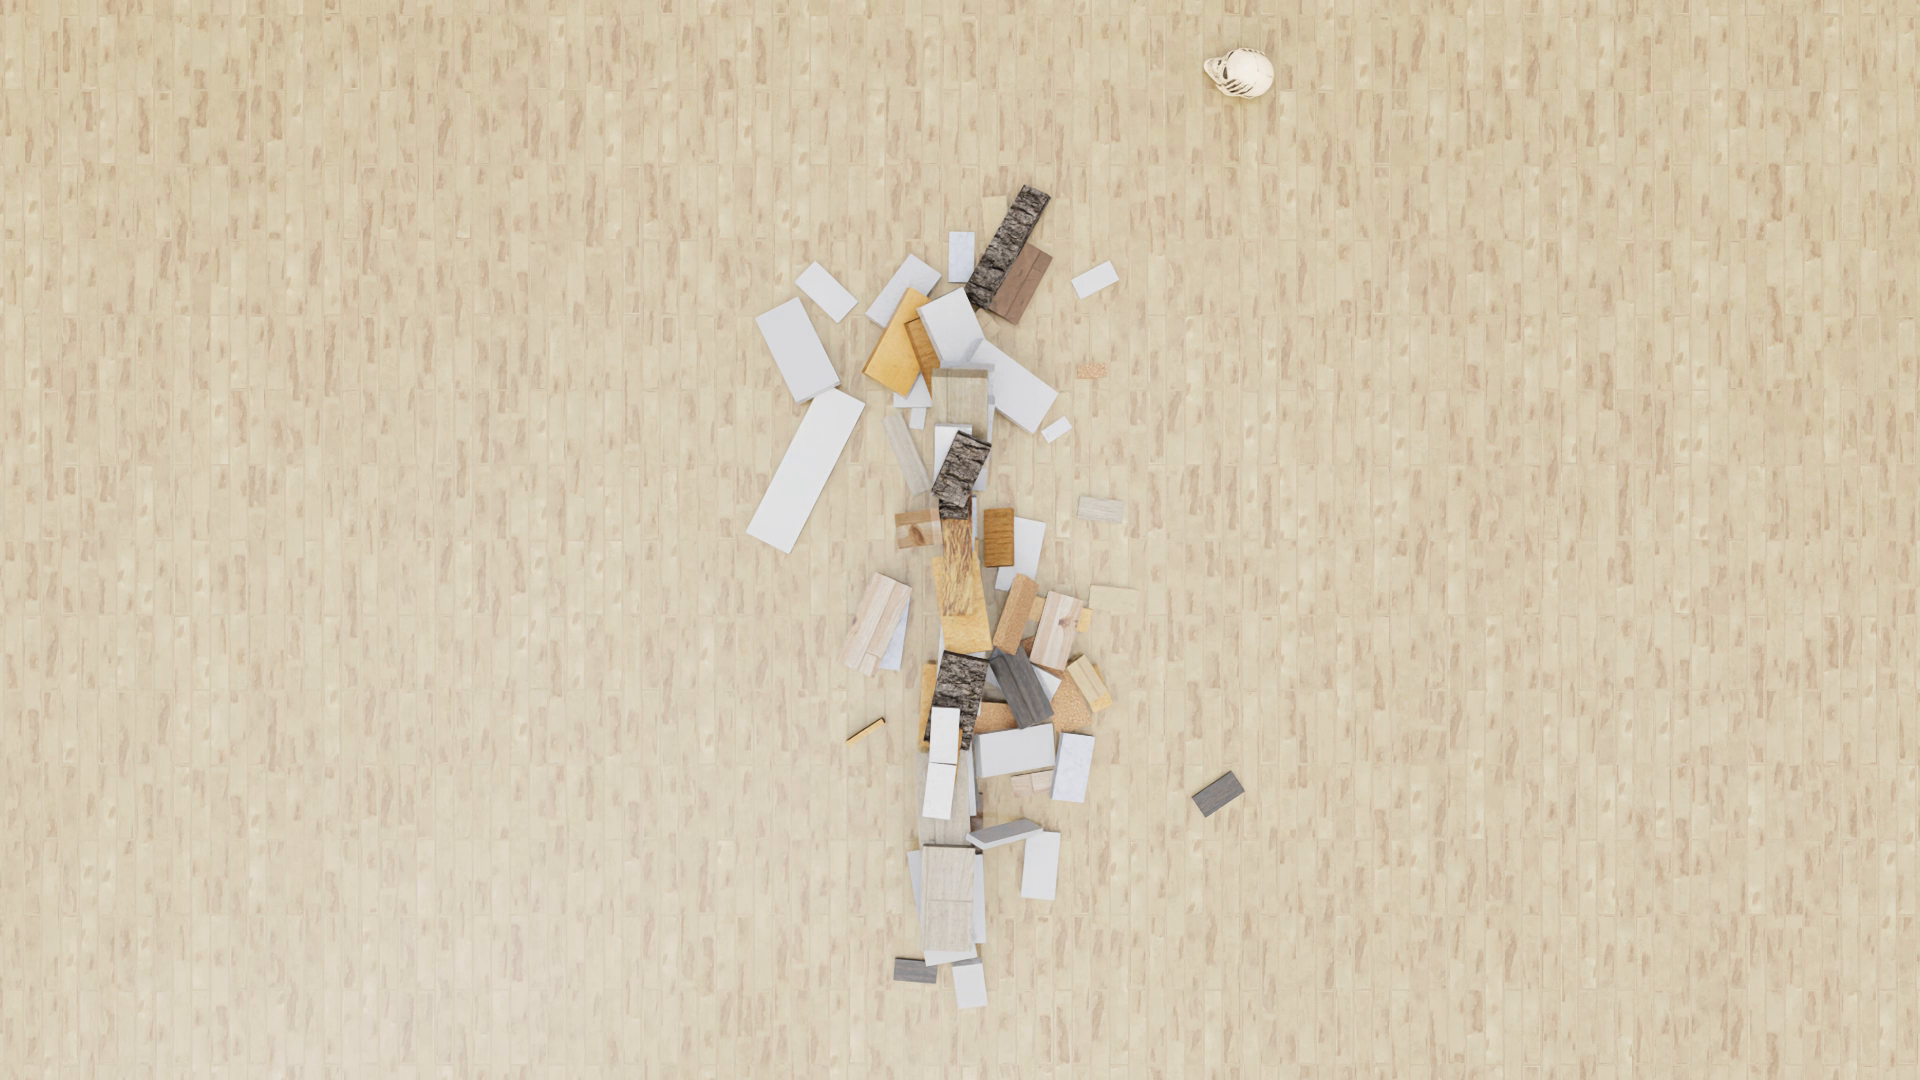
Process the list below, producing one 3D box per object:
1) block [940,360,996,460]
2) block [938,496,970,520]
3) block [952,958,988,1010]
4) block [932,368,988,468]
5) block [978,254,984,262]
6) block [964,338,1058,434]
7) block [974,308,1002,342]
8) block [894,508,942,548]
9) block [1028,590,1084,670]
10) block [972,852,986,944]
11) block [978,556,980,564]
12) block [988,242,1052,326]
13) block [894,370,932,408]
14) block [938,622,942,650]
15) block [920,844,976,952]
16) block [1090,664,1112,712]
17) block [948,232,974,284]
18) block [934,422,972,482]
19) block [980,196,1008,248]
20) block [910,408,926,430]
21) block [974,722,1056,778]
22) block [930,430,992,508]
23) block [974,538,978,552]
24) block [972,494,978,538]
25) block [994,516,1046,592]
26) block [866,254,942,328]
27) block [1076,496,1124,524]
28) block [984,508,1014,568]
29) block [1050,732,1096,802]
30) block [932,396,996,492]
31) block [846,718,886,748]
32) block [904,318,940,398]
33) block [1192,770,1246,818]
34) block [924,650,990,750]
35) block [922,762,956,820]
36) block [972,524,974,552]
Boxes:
[{"bbox_3d":[0.019,-0.417,5.355,0.174,0.049,0.347,4,129,2],"label":"block"},{"bbox_3d":[-0.017,-0.162,5.355,0.096,0.027,0.192,3,70,3],"label":"block"},{"bbox_3d":[0.033,1.461,5.436,0.099,0.028,0.198,-7,122,0],"label":"block"},{"bbox_3d":[0.001,-0.385,5.256,0.174,0.049,0.347,2,129,3],"label":"block"},{"bbox_3d":[0.091,-0.864,5.488,0.084,0.024,0.167,10,90,0],"label":"block"},{"bbox_3d":[0.152,-0.502,5.395,0.320,0.045,0.160,34,84,-21],"label":"block"},{"bbox_3d":[0.032,-0.667,5.465,0.198,0.028,0.099,-45,104,-2],"label":"block"},{"bbox_3d":[-0.136,-0.037,5.393,0.033,0.231,0.116,-7,90,-32],"label":"block"},{"bbox_3d":[0.318,0.299,5.449,0.121,0.034,0.242,16,90,0],"label":"block"},{"bbox_3d":[0.007,1.181,5.438,0.145,0.041,0.290,-2,90,0],"label":"block"},{"bbox_3d":[0.001,0.170,5.443,0.118,0.033,0.236,3,106,0],"label":"block"},{"bbox_3d":[0.191,-0.855,5.467,0.127,0.036,0.255,28,87,-8],"label":"block"},{"bbox_3d":[-0.157,-0.578,5.474,0.127,0.036,0.279,-1,87,0],"label":"block"},{"bbox_3d":[-0.008,0.279,5.406,0.118,0.033,0.236,2,106,1],"label":"block"},{"bbox_3d":[-0.040,1.139,5.251,0.166,0.047,0.331,2,92,1],"label":"block"},{"bbox_3d":[0.450,0.494,5.490,0.072,0.020,0.144,-22,90,0],"label":"block"},{"bbox_3d":[0.005,-0.940,5.488,0.084,0.024,0.167,1,90,0],"label":"block"},{"bbox_3d":[-0.022,-0.259,5.275,0.116,0.033,0.231,3,116,3],"label":"block"},{"bbox_3d":[0.119,-1.057,5.488,0.084,0.024,0.167,-5,90,0],"label":"block"},{"bbox_3d":[-0.138,-0.417,5.493,0.047,0.013,0.095,8,90,0],"label":"block"},{"bbox_3d":[0.181,0.688,5.415,0.277,0.039,0.139,-6,92,-28],"label":"block"},{"bbox_3d":[0.003,-0.224,5.252,0.116,0.033,0.231,22,116,-6],"label":"block"},{"bbox_3d":[0.002,0.097,5.456,0.108,0.030,0.215,2,106,0],"label":"block"},{"bbox_3d":[0.002,-0.044,5.443,0.108,0.030,0.215,-1,112,1],"label":"block"},{"bbox_3d":[0.200,0.054,5.471,0.123,0.035,0.247,12,85,0],"label":"block"},{"bbox_3d":[-0.186,-0.808,5.460,0.127,0.036,0.255,35,83,5],"label":"block"},{"bbox_3d":[0.468,-0.100,5.489,0.150,0.021,0.075,8,90,0],"label":"block"},{"bbox_3d":[0.130,-0.008,5.452,0.096,0.027,0.192,-4,79,23],"label":"block"},{"bbox_3d":[0.372,0.752,5.464,0.112,0.032,0.223,9,93,-16],"label":"block"},{"bbox_3d":[0.012,-0.319,5.371,0.174,0.049,0.347,6,129,0],"label":"block"},{"bbox_3d":[-0.313,0.636,5.464,0.143,0.072,0.020,-33,90,0],"label":"block"},{"bbox_3d":[-0.051,-0.588,5.410,0.160,0.045,0.320,-24,103,-16],"label":"block"},{"bbox_3d":[0.859,0.846,5.489,0.159,0.023,0.080,-34,90,0],"label":"block"},{"bbox_3d":[-0.012,0.515,5.292,0.149,0.042,0.299,12,101,-1],"label":"block"},{"bbox_3d":[-0.065,0.798,5.264,0.088,0.025,0.176,7,96,2],"label":"block"},{"bbox_3d":[-0.007,0.053,5.380,0.108,0.030,0.215,1,84,0],"label":"block"}]
